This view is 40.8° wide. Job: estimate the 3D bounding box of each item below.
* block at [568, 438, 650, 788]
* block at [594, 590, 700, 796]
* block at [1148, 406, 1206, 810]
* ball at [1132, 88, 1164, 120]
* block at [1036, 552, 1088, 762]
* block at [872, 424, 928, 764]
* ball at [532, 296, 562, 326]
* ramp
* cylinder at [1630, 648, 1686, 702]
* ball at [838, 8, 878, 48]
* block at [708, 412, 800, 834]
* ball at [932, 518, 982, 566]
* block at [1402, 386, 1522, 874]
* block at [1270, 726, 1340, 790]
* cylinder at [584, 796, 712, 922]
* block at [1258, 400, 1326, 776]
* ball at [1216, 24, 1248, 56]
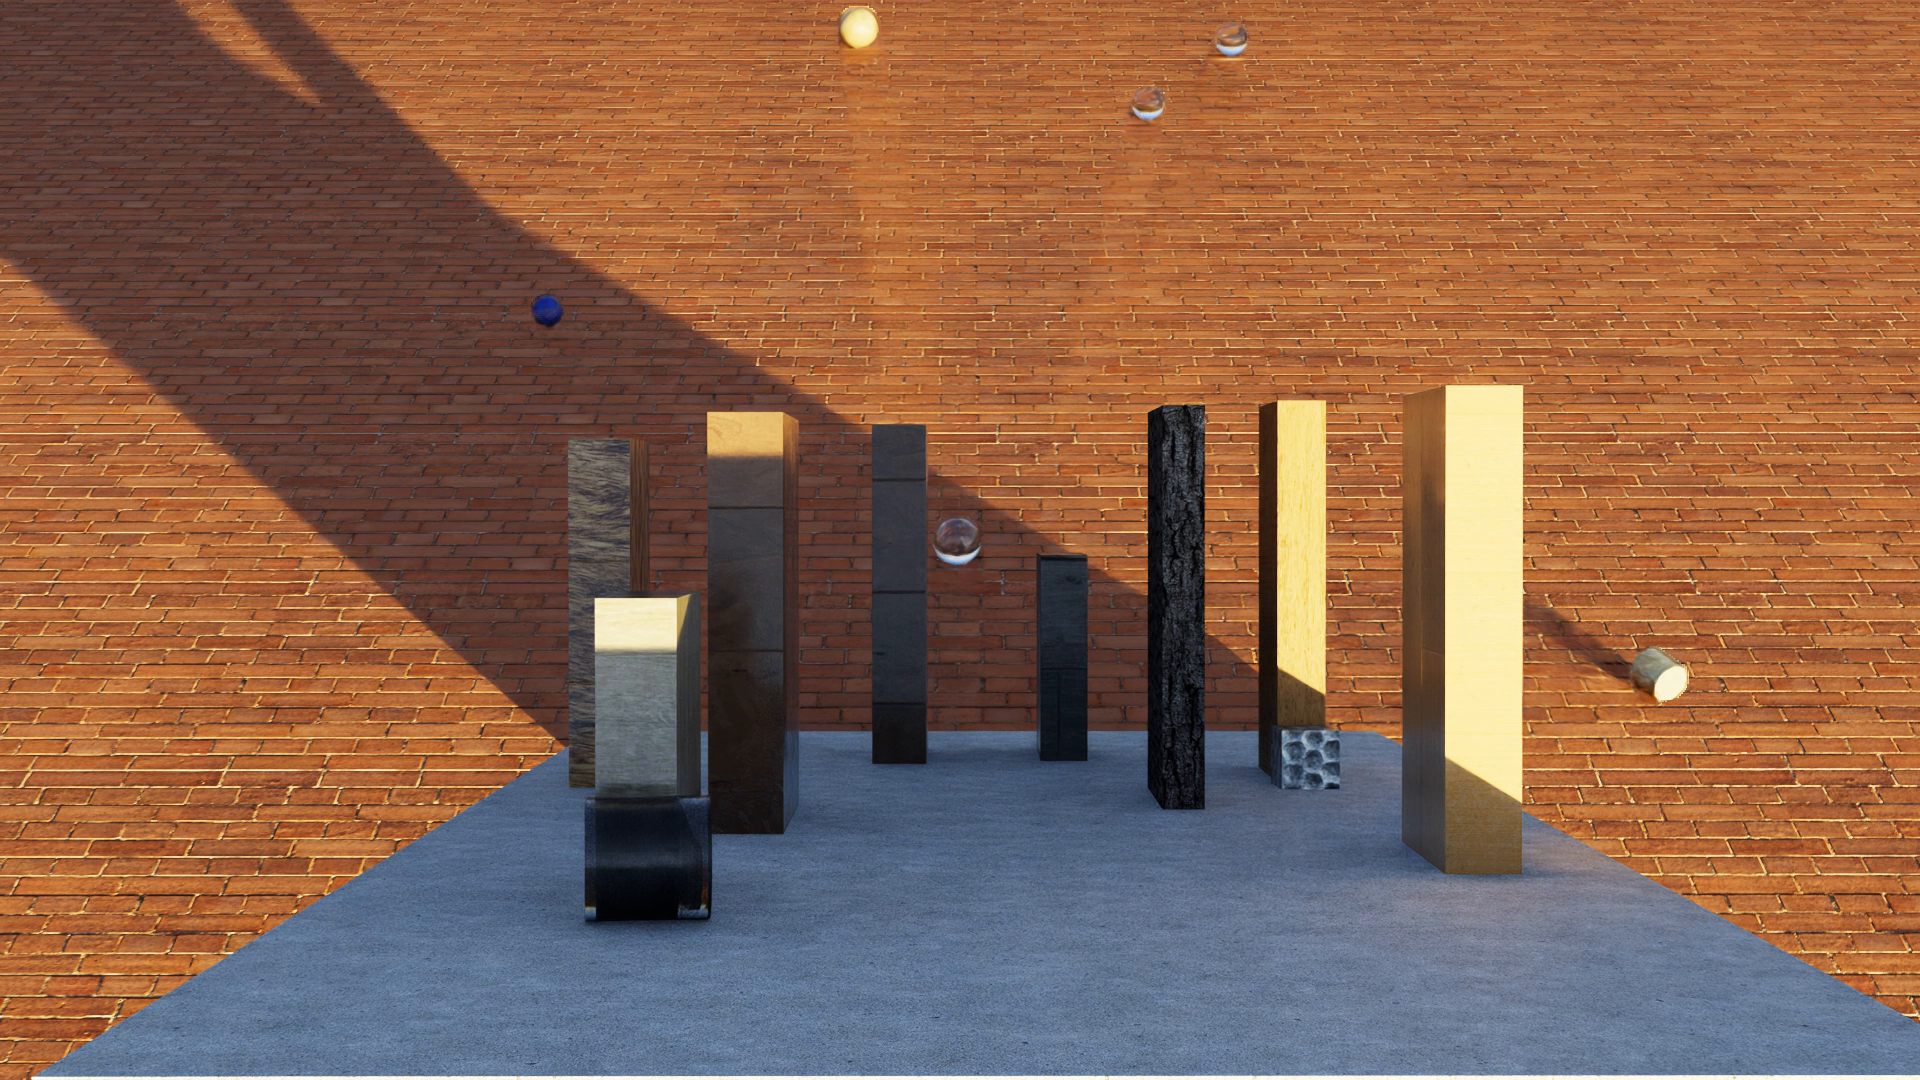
[{"bbox_3d":[-0.738,0.146,5.451,0.126,0.715,0.337,0,1,0],"label":"block"},{"bbox_3d":[-0.462,0.303,3.854,0.116,0.444,0.344,0,1,0],"label":"block"},{"bbox_3d":[0.424,0.125,5.084,0.080,0.766,0.384,0,1,0],"label":"block"},{"bbox_3d":[0.811,-1.877,11.125,0.137,0.137,0.137,0,28,0],"label":"ball"},{"bbox_3d":[0.235,0.264,5.974,0.106,0.465,0.295,0,1,0],"label":"block"},{"bbox_3d":[-0.136,0.119,5.942,0.120,0.756,0.357,0,1,0],"label":"block"},{"bbox_3d":[-1.459,-0.812,9.143,0.105,0.105,0.105,0,28,0],"label":"ball"},{"bbox_3d":[0.063,0.565,4.604,2.000,0.100,4.000,0,1,0],"label":"ramp"},{"bbox_3d":[1.870,0.361,6.922,0.105,0.105,0.105,-12,30,-22],"label":"cylinder"},{"bbox_3d":[-0.474,-2.387,12.039,0.185,0.185,0.185,0,28,0],"label":"ball"},{"bbox_3d":[-0.376,0.143,4.750,0.132,0.740,0.449,0,1,0],"label":"block"},{"bbox_3d":[-0.008,0.005,7.559,0.142,0.142,0.142,0,28,0],"label":"ball"},{"bbox_3d":[0.817,0.138,4.224,0.120,0.762,0.391,0,1,0],"label":"block"},{"bbox_3d":[0.708,0.446,5.303,0.119,0.119,0.119,0,1,-4],"label":"block"},{"bbox_3d":[-0.435,0.442,3.592,0.172,0.172,0.172,0,28,-8],"label":"cylinder"},{"bbox_3d":[0.709,0.106,5.529,0.099,0.793,0.337,0,1,0],"label":"block"},{"bbox_3d":[1.253,-2.310,11.933,0.148,0.148,0.148,0,28,0],"label":"ball"}]
